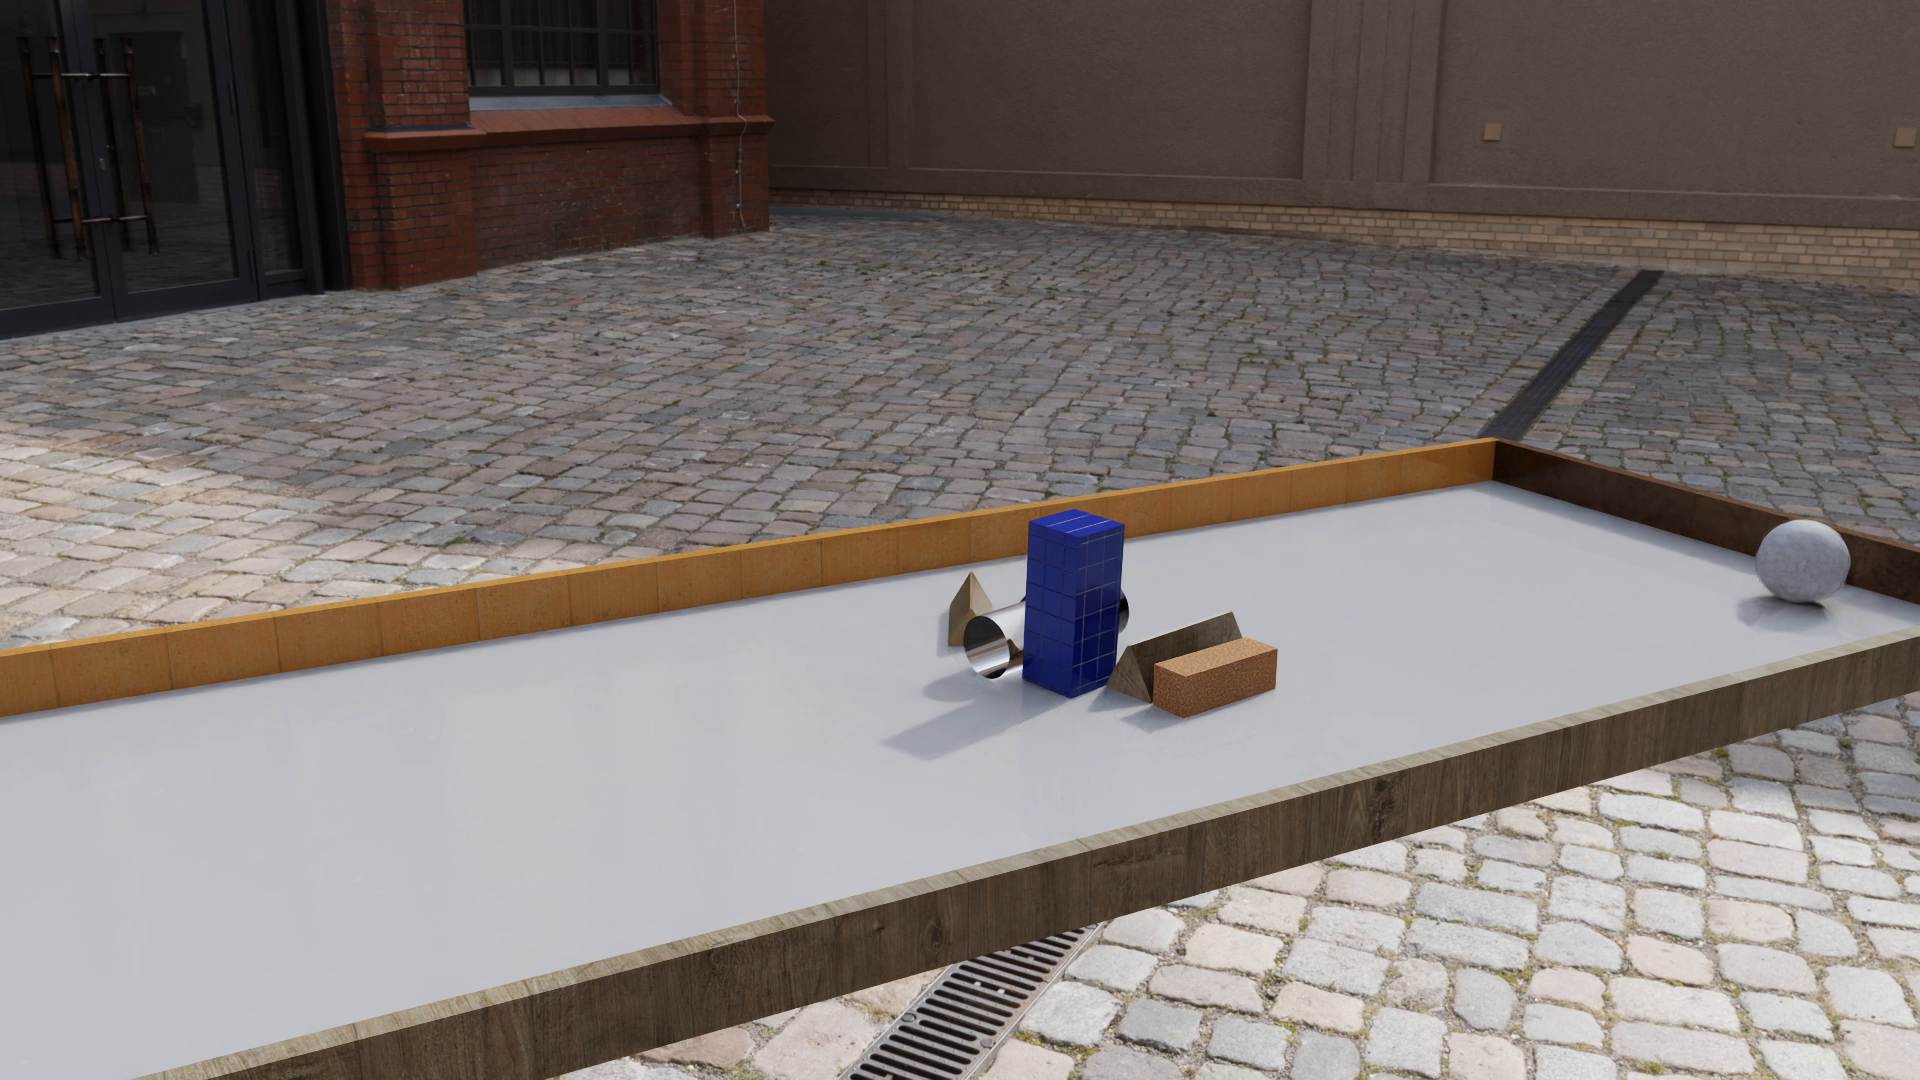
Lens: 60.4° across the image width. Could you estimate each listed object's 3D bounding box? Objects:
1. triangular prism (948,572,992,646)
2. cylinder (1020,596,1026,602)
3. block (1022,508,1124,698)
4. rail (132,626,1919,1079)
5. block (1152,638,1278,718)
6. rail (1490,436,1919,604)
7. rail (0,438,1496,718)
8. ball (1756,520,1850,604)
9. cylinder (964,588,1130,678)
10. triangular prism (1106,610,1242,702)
[{"bbox_3d":[0.031,0.185,4.534,0.118,0.102,0.328,0,16,0],"label":"triangular prism"},{"bbox_3d":[0.287,0.146,4.648,0.119,0.119,0.401,6,18,20],"label":"cylinder"},{"bbox_3d":[0.279,0.155,4.080,0.165,0.415,0.165,-15,25,-42],"label":"block"},{"bbox_3d":[-2.336,1.006,1.665,12.000,0.150,0.050,-9,18,-27],"label":"rail"},{"bbox_3d":[0.626,0.334,4.032,0.318,0.106,0.106,-12,20,-36],"label":"block"},{"bbox_3d":[2.466,-0.048,5.253,0.050,0.150,2.100,-9,18,-27],"label":"rail"},{"bbox_3d":[-3.305,0.497,3.399,12.000,0.150,0.050,-9,18,-27],"label":"rail"},{"bbox_3d":[2.413,0.061,4.721,0.240,0.240,0.240,0,16,0],"label":"ball"},{"bbox_3d":[0.230,0.225,4.298,0.458,0.164,0.164,-15,22,-42],"label":"cylinder"},{"bbox_3d":[0.557,0.280,4.161,0.389,0.128,0.148,-14,21,-40],"label":"triangular prism"}]
